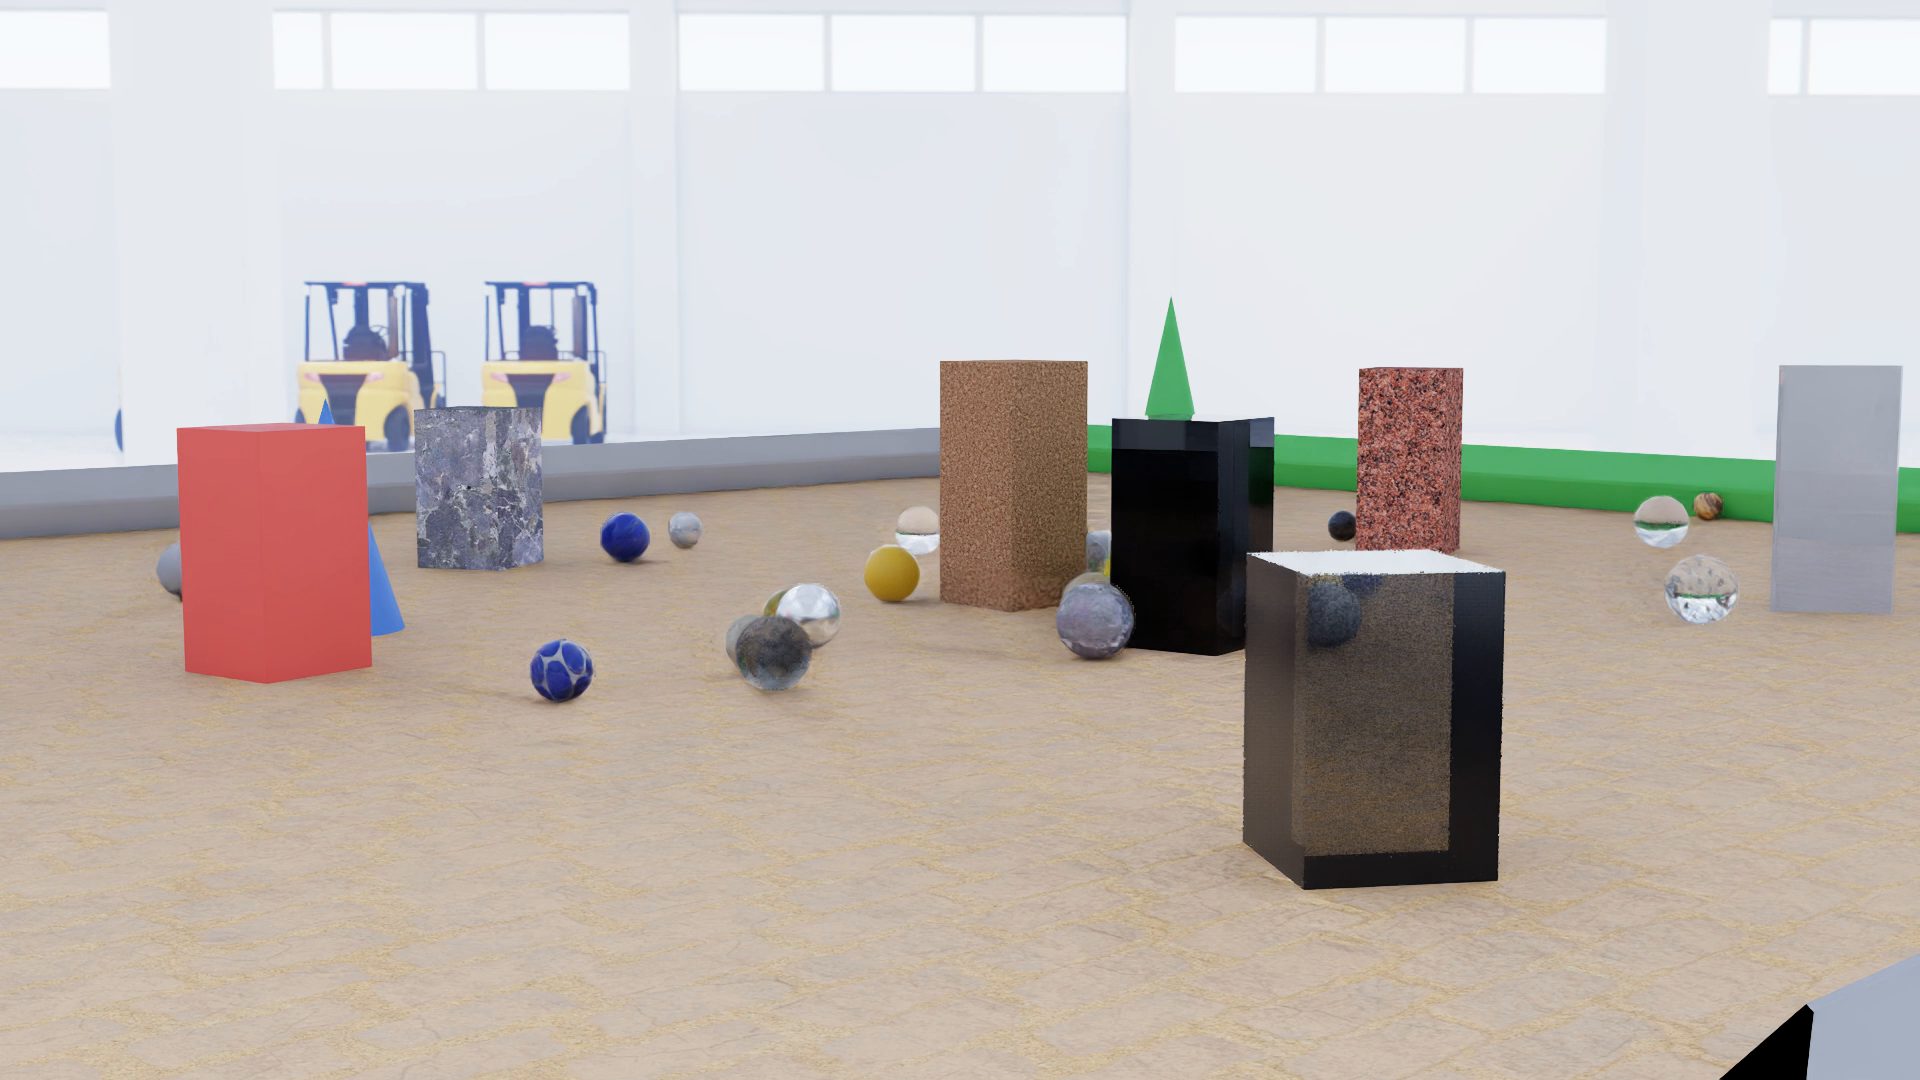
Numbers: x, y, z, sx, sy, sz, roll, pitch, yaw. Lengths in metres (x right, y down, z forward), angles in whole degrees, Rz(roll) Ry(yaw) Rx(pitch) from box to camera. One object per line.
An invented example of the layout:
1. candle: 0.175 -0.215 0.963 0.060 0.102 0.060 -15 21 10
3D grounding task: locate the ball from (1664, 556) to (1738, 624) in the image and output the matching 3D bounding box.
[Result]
1. ball: 1.054 0.071 3.129 0.099 0.099 0.099 0 6 0

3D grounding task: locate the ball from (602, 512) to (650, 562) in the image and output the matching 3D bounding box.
1. ball: -0.595 -0.005 3.915 0.087 0.087 0.087 0 6 0

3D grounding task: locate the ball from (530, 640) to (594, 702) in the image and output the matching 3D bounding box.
1. ball: -0.455 0.149 2.511 0.071 0.071 0.071 0 6 0

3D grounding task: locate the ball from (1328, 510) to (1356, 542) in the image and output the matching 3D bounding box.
1. ball: 0.741 -0.027 4.255 0.060 0.060 0.060 0 6 0

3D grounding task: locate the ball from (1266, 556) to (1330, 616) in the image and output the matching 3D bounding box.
1. ball: 0.487 0.069 3.169 0.093 0.093 0.093 0 6 0

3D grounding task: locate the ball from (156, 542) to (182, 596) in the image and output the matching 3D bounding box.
1. ball: -1.206 0.046 3.427 0.087 0.087 0.087 0 6 0

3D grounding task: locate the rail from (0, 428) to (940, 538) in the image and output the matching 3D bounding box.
1. rail: -1.328 -0.116 4.763 4.314 0.129 0.045 -5 8 -42

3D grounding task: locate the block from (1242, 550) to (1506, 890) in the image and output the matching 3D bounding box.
1. block: 0.330 0.139 1.774 0.159 0.244 0.159 -1 6 -10

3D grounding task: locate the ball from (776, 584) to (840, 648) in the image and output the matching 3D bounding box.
1. ball: -0.200 0.101 2.900 0.086 0.086 0.086 0 6 0

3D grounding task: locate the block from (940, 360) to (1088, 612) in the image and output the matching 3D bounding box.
1. block: 0.081 -0.088 3.351 0.159 0.369 0.159 -5 8 -42

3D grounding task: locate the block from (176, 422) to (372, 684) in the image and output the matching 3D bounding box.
1. block: -0.849 0.011 2.726 0.159 0.302 0.159 4 7 35

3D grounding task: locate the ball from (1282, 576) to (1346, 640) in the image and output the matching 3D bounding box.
1. ball: 0.479 0.093 2.976 0.087 0.087 0.087 0 6 0

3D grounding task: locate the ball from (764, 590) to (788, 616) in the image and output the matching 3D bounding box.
1. ball: -0.237 0.101 3.009 0.065 0.065 0.065 0 6 0

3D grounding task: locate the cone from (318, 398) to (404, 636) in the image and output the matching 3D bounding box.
1. cone: -0.880 -0.036 3.066 0.198 0.325 0.198 0 6 0

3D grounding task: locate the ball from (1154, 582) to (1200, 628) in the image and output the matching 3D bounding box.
1. ball: 0.305 0.092 3.086 0.065 0.065 0.065 0 6 0

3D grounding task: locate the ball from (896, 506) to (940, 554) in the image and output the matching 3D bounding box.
1. ball: -0.074 -0.018 4.025 0.089 0.089 0.089 0 6 0

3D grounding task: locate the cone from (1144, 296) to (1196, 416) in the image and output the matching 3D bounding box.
1. cone: 0.304 -0.121 3.190 0.198 0.468 0.198 0 6 0

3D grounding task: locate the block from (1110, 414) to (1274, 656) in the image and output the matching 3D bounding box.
1. block: 0.310 -0.012 2.935 0.159 0.304 0.159 4 7 34

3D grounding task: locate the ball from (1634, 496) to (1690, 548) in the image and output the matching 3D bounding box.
1. ball: 1.317 -0.033 4.129 0.099 0.099 0.099 0 6 0

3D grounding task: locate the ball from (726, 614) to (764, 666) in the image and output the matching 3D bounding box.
1. ball: -0.255 0.127 2.723 0.071 0.071 0.071 0 6 0

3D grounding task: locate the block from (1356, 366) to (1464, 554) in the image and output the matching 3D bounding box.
1. block: 0.833 -0.148 4.072 0.159 0.339 0.159 3 7 24

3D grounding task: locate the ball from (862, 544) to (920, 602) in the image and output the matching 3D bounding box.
1. ball: -0.105 0.051 3.372 0.088 0.088 0.088 0 6 0

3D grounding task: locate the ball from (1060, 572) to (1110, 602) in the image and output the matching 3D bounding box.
1. ball: 0.182 0.087 3.037 0.086 0.086 0.086 0 6 0

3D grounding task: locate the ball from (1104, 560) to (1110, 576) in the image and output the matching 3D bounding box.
1. ball: 0.262 0.054 3.367 0.084 0.084 0.084 0 6 0

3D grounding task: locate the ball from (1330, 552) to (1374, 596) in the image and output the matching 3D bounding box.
1. ball: 0.613 0.054 3.441 0.068 0.068 0.068 0 6 0

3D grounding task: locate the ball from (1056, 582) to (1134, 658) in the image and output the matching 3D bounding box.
1. ball: 0.173 0.103 2.819 0.099 0.099 0.099 0 6 0

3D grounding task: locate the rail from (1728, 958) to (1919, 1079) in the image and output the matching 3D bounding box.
1. rail: 1.328 0.183 1.901 4.314 0.129 0.045 -5 8 -42

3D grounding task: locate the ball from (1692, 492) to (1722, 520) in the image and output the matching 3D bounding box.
1. ball: 1.595 -0.073 4.690 0.061 0.061 0.061 0 6 0

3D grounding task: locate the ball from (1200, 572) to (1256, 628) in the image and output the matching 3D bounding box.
1. ball: 0.376 0.084 3.096 0.079 0.079 0.079 0 6 0

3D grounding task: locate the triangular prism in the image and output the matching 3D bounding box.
1. triangular prism: 1.300 -0.082 3.311 0.172 0.365 0.149 1 6 7

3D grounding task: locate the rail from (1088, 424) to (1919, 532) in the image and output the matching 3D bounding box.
1. rail: 1.568 -0.116 4.771 0.045 0.129 3.963 -5 8 -42

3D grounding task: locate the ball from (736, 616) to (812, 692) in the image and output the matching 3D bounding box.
1. ball: -0.219 0.133 2.579 0.089 0.089 0.089 0 6 0

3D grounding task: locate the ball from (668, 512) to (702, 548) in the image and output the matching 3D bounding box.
1. ball: -0.519 -0.020 4.155 0.067 0.067 0.067 0 6 0

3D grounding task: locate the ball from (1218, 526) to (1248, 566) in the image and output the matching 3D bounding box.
1. ball: 0.468 0.010 3.843 0.072 0.072 0.072 0 6 0

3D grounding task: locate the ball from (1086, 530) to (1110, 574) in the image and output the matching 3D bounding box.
1. ball: 0.227 0.032 3.518 0.095 0.095 0.095 0 6 0

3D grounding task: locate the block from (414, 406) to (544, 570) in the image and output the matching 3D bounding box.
1. block: -0.843 -0.094 3.861 0.159 0.274 0.159 2 6 18
